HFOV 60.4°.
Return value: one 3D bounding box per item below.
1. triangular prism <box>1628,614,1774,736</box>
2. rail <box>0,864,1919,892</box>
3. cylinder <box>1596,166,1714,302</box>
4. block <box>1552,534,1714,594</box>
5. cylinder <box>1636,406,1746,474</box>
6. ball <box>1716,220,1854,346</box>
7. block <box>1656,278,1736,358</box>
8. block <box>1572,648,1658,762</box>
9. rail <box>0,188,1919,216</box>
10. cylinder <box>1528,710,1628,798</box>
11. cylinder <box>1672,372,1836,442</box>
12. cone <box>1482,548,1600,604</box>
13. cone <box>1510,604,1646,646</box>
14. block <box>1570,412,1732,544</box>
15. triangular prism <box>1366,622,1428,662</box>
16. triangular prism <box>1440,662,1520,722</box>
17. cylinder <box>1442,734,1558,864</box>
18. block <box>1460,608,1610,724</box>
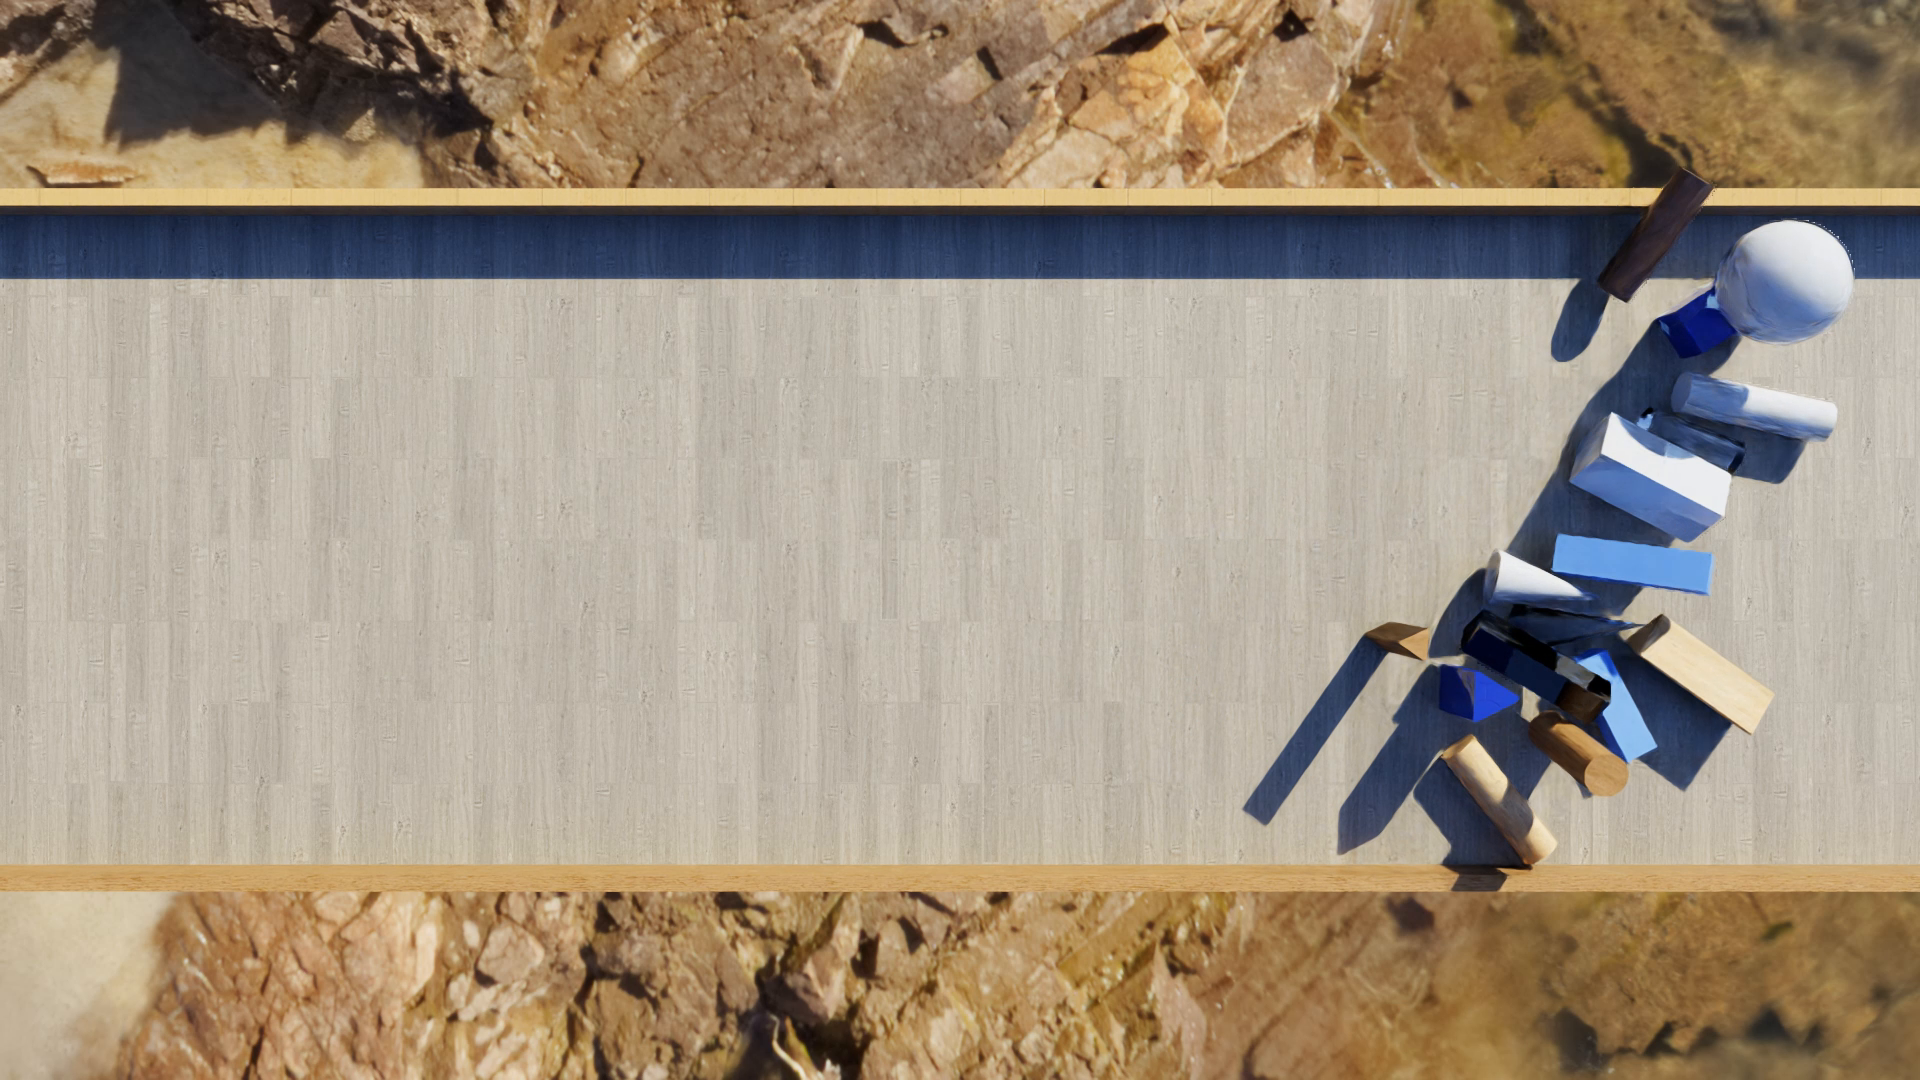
[{"bbox_3d":[2.224,0.424,4.975,0.415,0.154,0.133,35,47,0],"label":"triangular prism"},{"bbox_3d":[-2.247,1.025,5.001,12.000,0.150,0.050,0,90,0],"label":"rail"},{"bbox_3d":[2.065,-0.907,4.911,0.116,0.116,0.400,31,114,0],"label":"cylinder"},{"bbox_3d":[2.007,0.072,4.924,0.430,0.113,0.113,9,88,28],"label":"block"},{"bbox_3d":[2.223,-0.303,5.025,0.300,0.104,0.104,21,90,0],"label":"cylinder"},{"bbox_3d":[2.370,-0.738,4.749,0.355,0.355,0.355,0,90,0],"label":"ball"},{"bbox_3d":[2.311,-0.706,5.002,0.316,0.150,0.150,-33,90,0],"label":"block"},{"bbox_3d":[1.983,0.500,5.026,0.100,0.100,0.332,-28,90,0],"label":"block"},{"bbox_3d":[-2.247,-1.025,5.002,12.000,0.150,0.050,0,90,0],"label":"rail"},{"bbox_3d":[1.809,0.622,4.841,0.125,0.456,0.125,0,100,0],"label":"cylinder"},{"bbox_3d":[2.409,-0.402,5.010,0.450,0.125,0.125,12,90,-1],"label":"cylinder"},{"bbox_3d":[1.771,0.144,4.978,0.336,0.172,0.172,11,90,4],"label":"cone"},{"bbox_3d":[1.845,0.258,4.901,0.376,0.151,0.151,-4,90,38],"label":"cone"},{"bbox_3d":[2.075,-0.185,4.960,0.405,0.169,0.169,27,58,0],"label":"block"},{"bbox_3d":[1.304,0.284,4.873,0.093,0.407,0.080,35,90,0],"label":"triangular prism"},{"bbox_3d":[1.513,0.433,4.906,0.145,0.342,0.126,-27,90,0],"label":"triangular prism"},{"bbox_3d":[1.641,0.789,5.019,0.116,0.116,0.408,-38,90,0],"label":"cylinder"},{"bbox_3d":[1.718,0.377,4.922,0.441,0.102,0.102,30,129,0],"label":"block"}]
